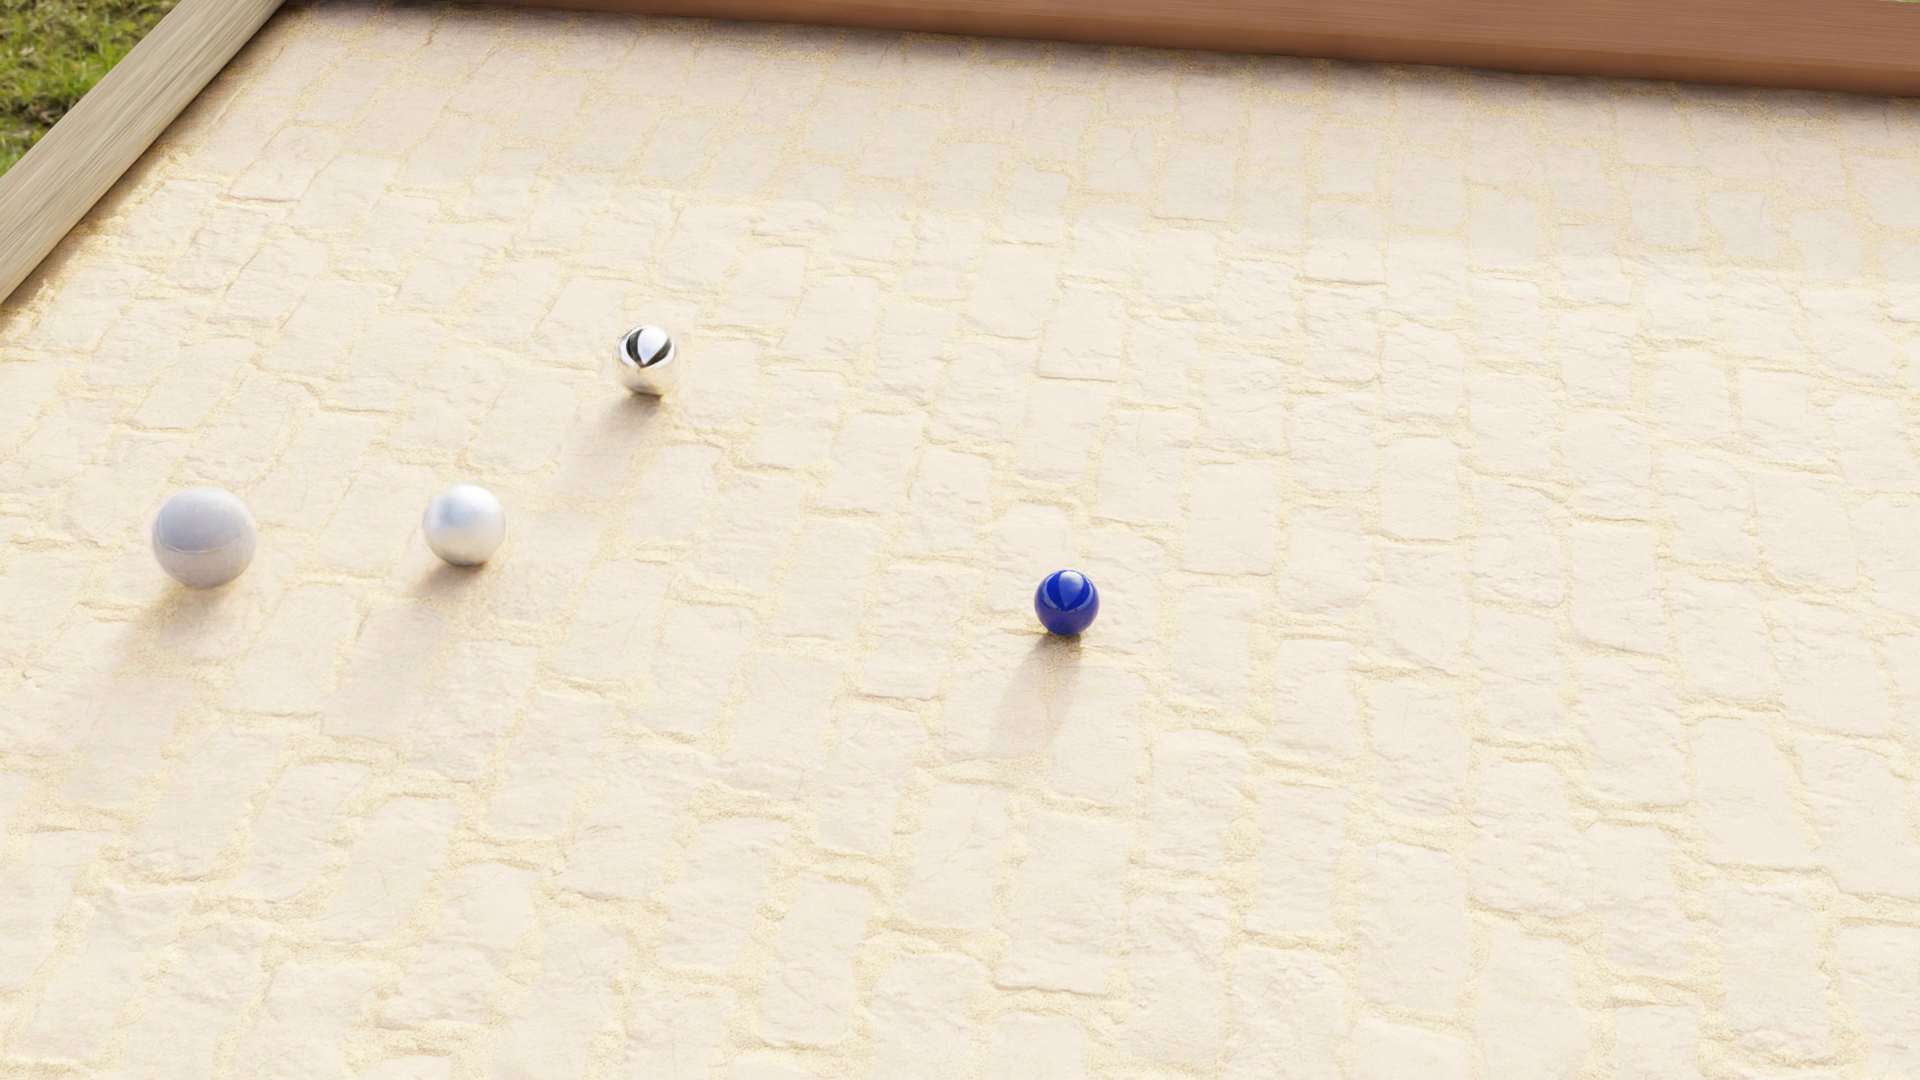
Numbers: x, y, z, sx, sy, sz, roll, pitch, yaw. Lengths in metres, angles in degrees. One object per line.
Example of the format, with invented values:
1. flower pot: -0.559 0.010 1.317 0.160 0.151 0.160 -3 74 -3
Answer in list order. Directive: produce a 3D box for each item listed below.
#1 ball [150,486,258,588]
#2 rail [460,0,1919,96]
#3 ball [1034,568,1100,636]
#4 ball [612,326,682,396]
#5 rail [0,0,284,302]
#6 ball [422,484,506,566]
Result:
1. ball: -0.550 -0.002 1.867 0.075 0.075 0.075 0 35 0
2. rail: 1.021 -0.465 2.511 3.542 0.097 0.045 5 35 7
3. ball: 0.076 0.044 1.824 0.048 0.048 0.048 0 35 0
4. ball: -0.254 -0.146 2.090 0.057 0.057 0.057 0 35 0
5. rail: -0.851 -0.093 1.977 0.045 0.097 1.920 5 35 7
6. ball: -0.365 -0.011 1.892 0.061 0.061 0.061 0 35 0
